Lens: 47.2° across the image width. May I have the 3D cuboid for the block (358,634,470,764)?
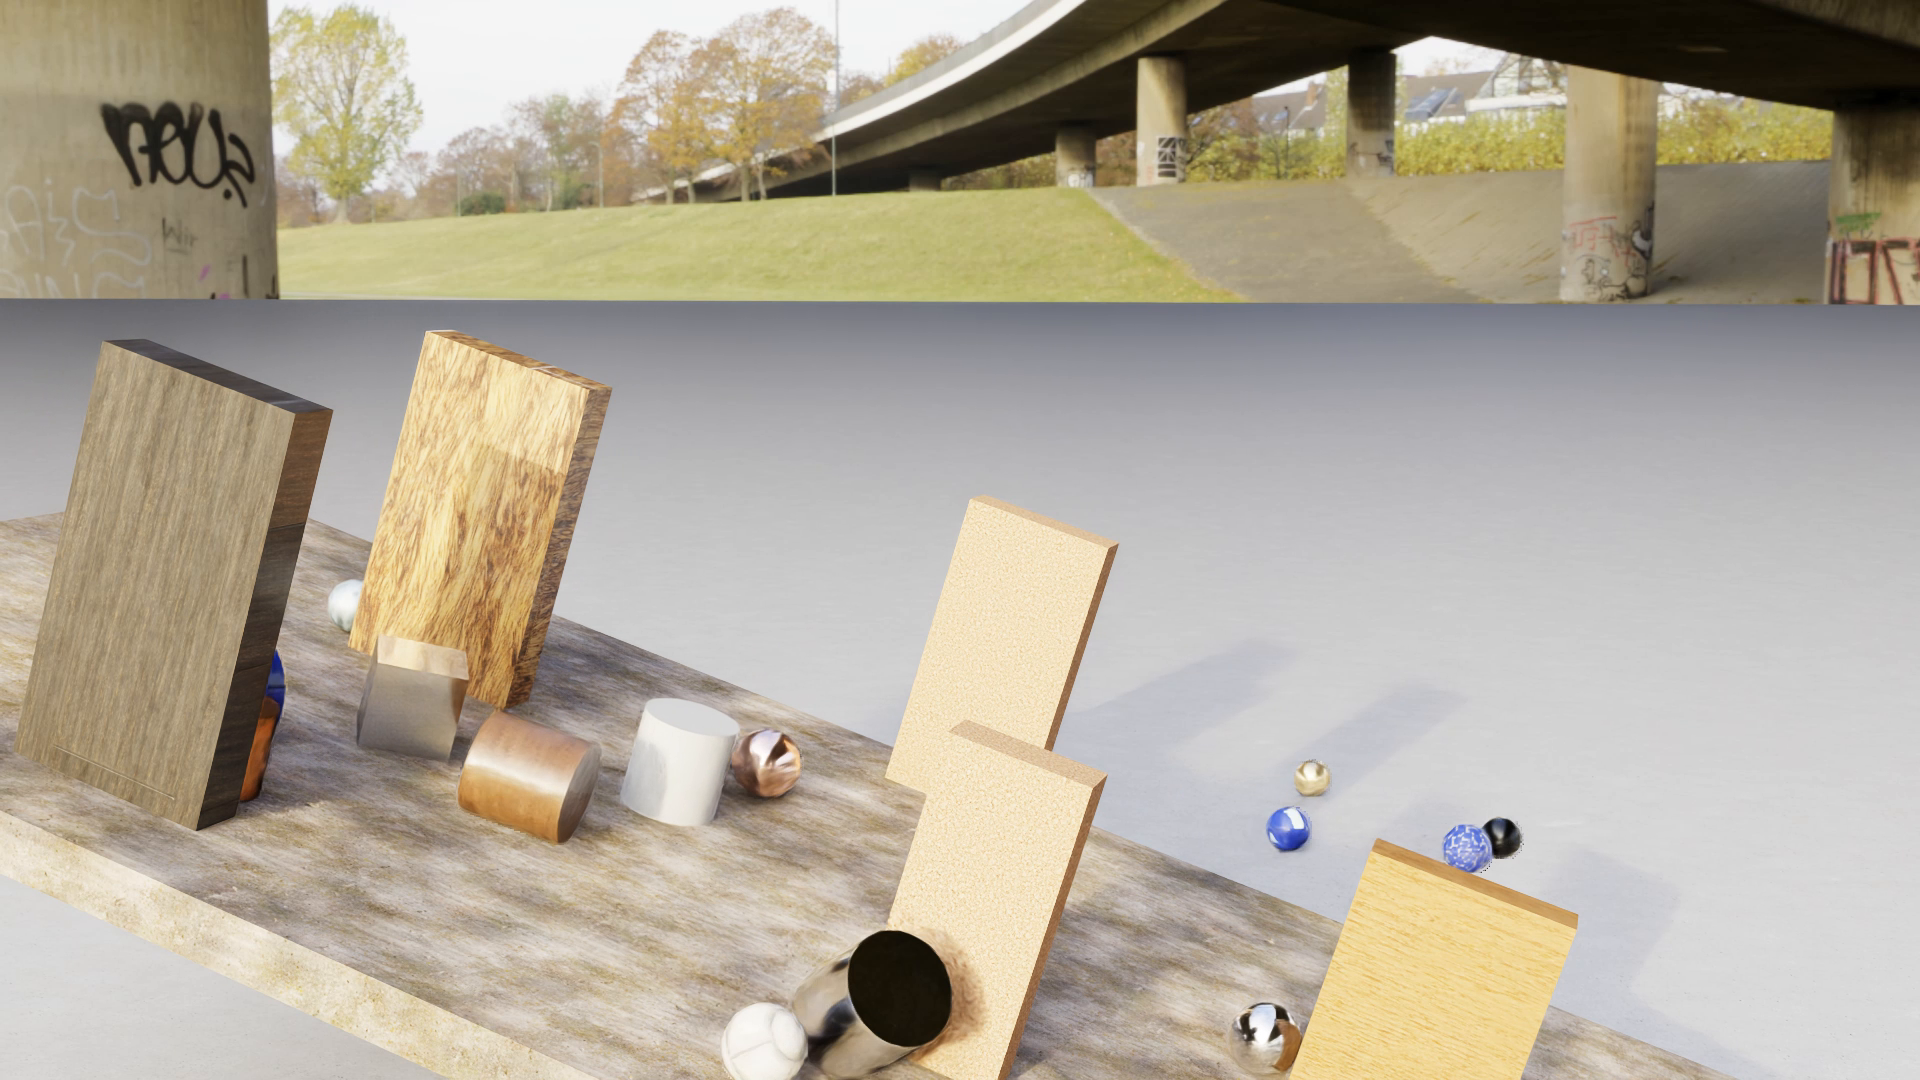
[{"bbox_3d":[-1.071,0.309,4.301,0.174,0.174,0.174,13,12,-18],"label":"block"}]

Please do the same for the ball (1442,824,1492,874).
[{"bbox_3d":[1.569,0.956,6.810,0.151,0.151,0.151,0,7,0],"label":"ball"}]

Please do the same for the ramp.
[{"bbox_3d":[-0.361,0.688,4.229,4.000,0.100,2.000,20,12,14],"label":"ramp"}]

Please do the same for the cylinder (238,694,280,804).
[{"bbox_3d":[-1.282,0.354,3.830,0.158,0.158,0.158,16,12,-3],"label":"cylinder"}]

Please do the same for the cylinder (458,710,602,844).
[{"bbox_3d":[-0.792,0.435,4.056,0.195,0.195,0.195,18,9,6],"label":"cylinder"}]

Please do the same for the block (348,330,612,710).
[{"bbox_3d":[-1.025,-0.045,4.678,0.392,0.711,0.108,20,12,14],"label":"block"}]

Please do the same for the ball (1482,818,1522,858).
[{"bbox_3d":[1.716,0.946,6.984,0.130,0.130,0.130,0,7,0],"label":"ball"}]

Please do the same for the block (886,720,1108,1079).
[{"bbox_3d":[0.031,0.599,3.599,0.252,0.547,0.106,20,12,14],"label":"block"}]

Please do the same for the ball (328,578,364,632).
[{"bbox_3d":[-1.331,0.144,4.837,0.117,0.117,0.117,0,7,0],"label":"ball"}]

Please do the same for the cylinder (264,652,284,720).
[{"bbox_3d":[-1.370,0.270,3.981,0.204,0.204,0.204,5,2,38],"label":"cylinder"}]

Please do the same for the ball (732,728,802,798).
[{"bbox_3d":[-0.404,0.466,4.592,0.145,0.145,0.145,0,7,0],"label":"ball"}]

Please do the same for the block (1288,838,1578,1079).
[{"bbox_3d":[0.822,0.820,3.858,0.365,0.483,0.095,20,12,14],"label":"block"}]

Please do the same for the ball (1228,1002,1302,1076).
[{"bbox_3d":[0.550,0.900,3.971,0.132,0.132,0.132,0,7,0],"label":"ball"}]

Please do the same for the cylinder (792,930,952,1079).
[{"bbox_3d":[-0.139,0.730,3.451,0.186,0.186,0.186,-5,-23,-37],"label":"cylinder"}]

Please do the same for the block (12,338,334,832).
[{"bbox_3d":[-1.317,0.073,3.666,0.375,0.730,0.108,20,12,14],"label":"block"}]

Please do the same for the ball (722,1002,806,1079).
[{"bbox_3d":[-0.299,0.772,3.356,0.130,0.130,0.130,0,7,0],"label":"ball"}]

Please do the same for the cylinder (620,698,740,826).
[{"bbox_3d":[-0.557,0.441,4.374,0.193,0.193,0.193,16,12,-3],"label":"cylinder"}]

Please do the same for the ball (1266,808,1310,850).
[{"bbox_3d":[1.055,0.930,7.077,0.140,0.140,0.140,0,7,0],"label":"ball"}]

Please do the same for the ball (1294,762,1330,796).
[{"bbox_3d":[1.250,0.849,7.812,0.126,0.126,0.126,0,7,0],"label":"ball"}]

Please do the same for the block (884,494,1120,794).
[{"bbox_3d":[0.091,0.271,4.908,0.327,0.669,0.107,20,12,14],"label":"block"}]
